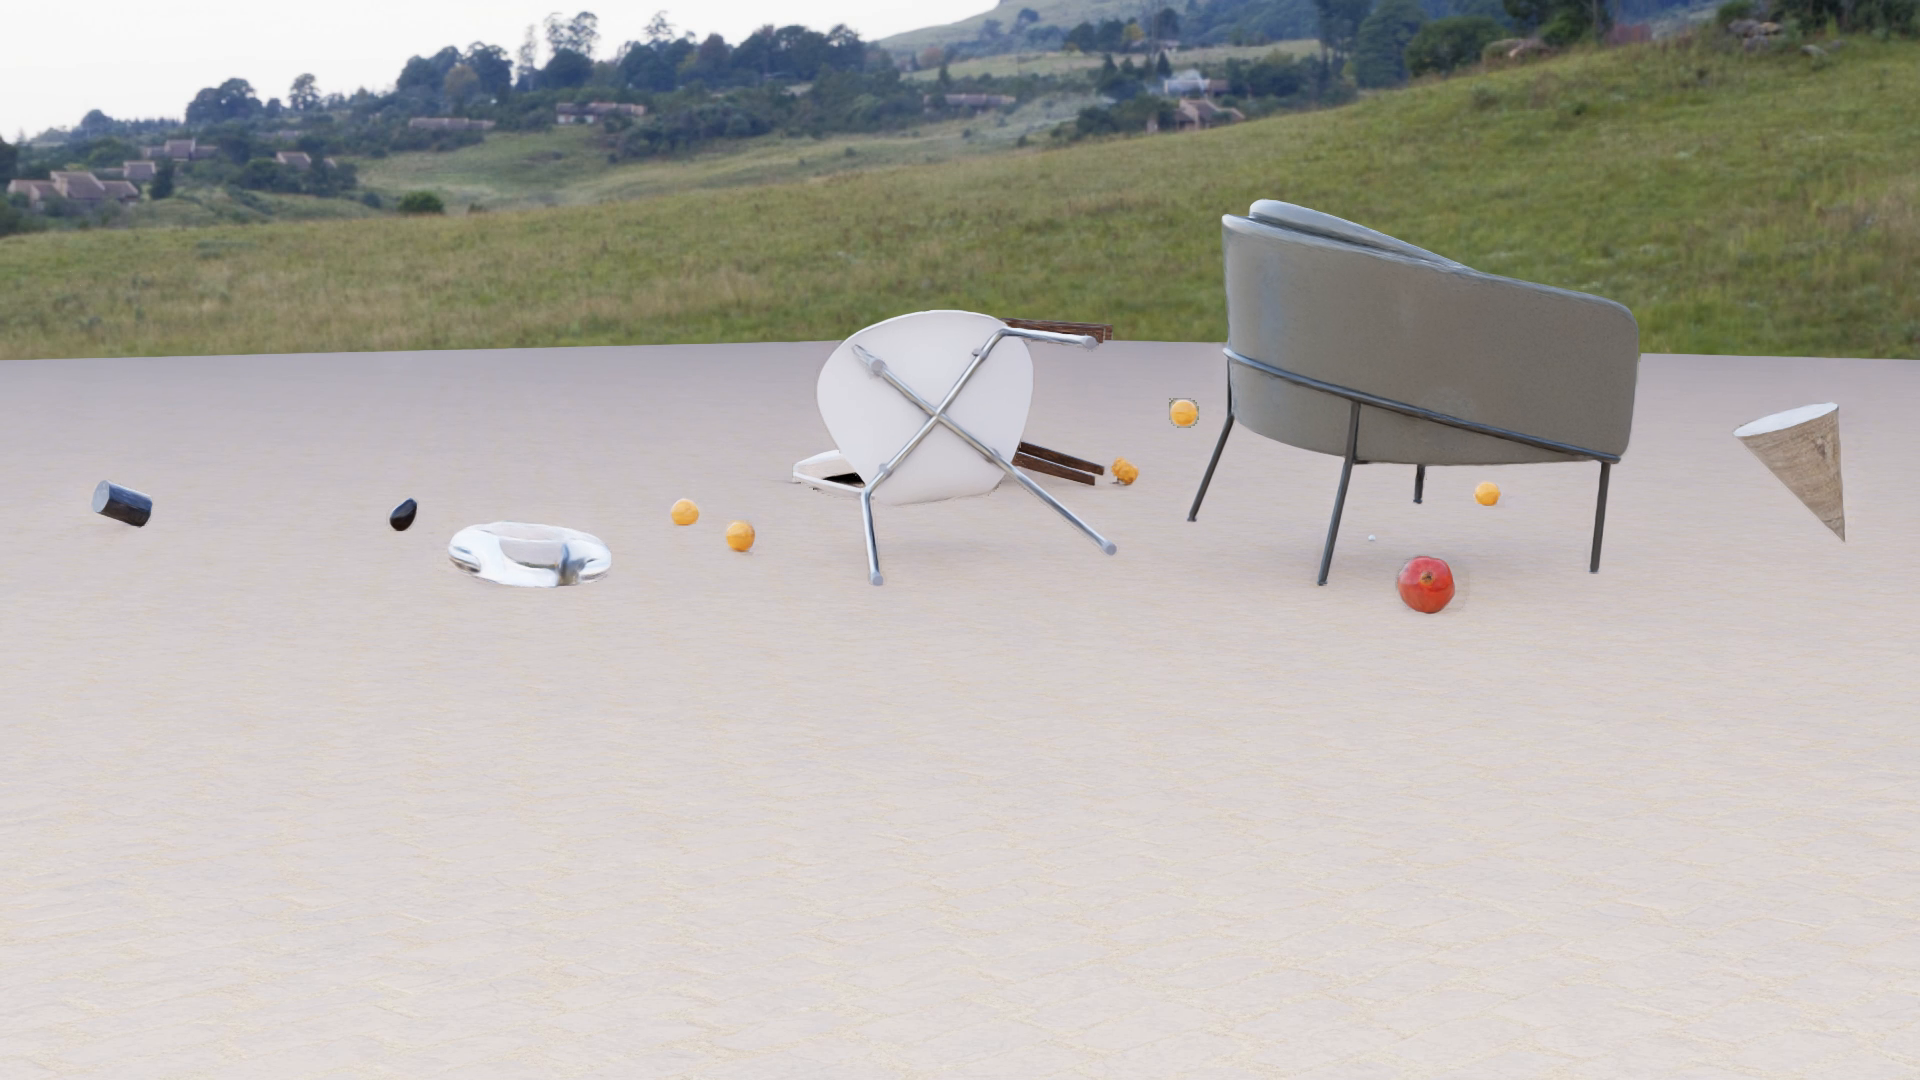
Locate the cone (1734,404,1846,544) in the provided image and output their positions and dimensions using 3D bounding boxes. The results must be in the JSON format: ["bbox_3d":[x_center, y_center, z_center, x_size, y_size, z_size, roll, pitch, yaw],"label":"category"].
[{"bbox_3d":[2.090,-0.140,6.267,0.131,0.351,0.315,-33,9,-29],"label":"cone"}]

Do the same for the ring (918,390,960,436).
[{"bbox_3d":[-0.071,-0.422,8.574,0.142,0.098,0.190,-42,-17,-18],"label":"ring"}]

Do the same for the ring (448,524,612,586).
[{"bbox_3d":[-0.931,0.031,5.556,0.348,0.099,0.394,7,7,7],"label":"ring"}]

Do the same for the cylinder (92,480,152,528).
[{"bbox_3d":[-2.190,-0.094,6.706,0.121,0.086,0.105,23,14,-40],"label":"cylinder"}]
